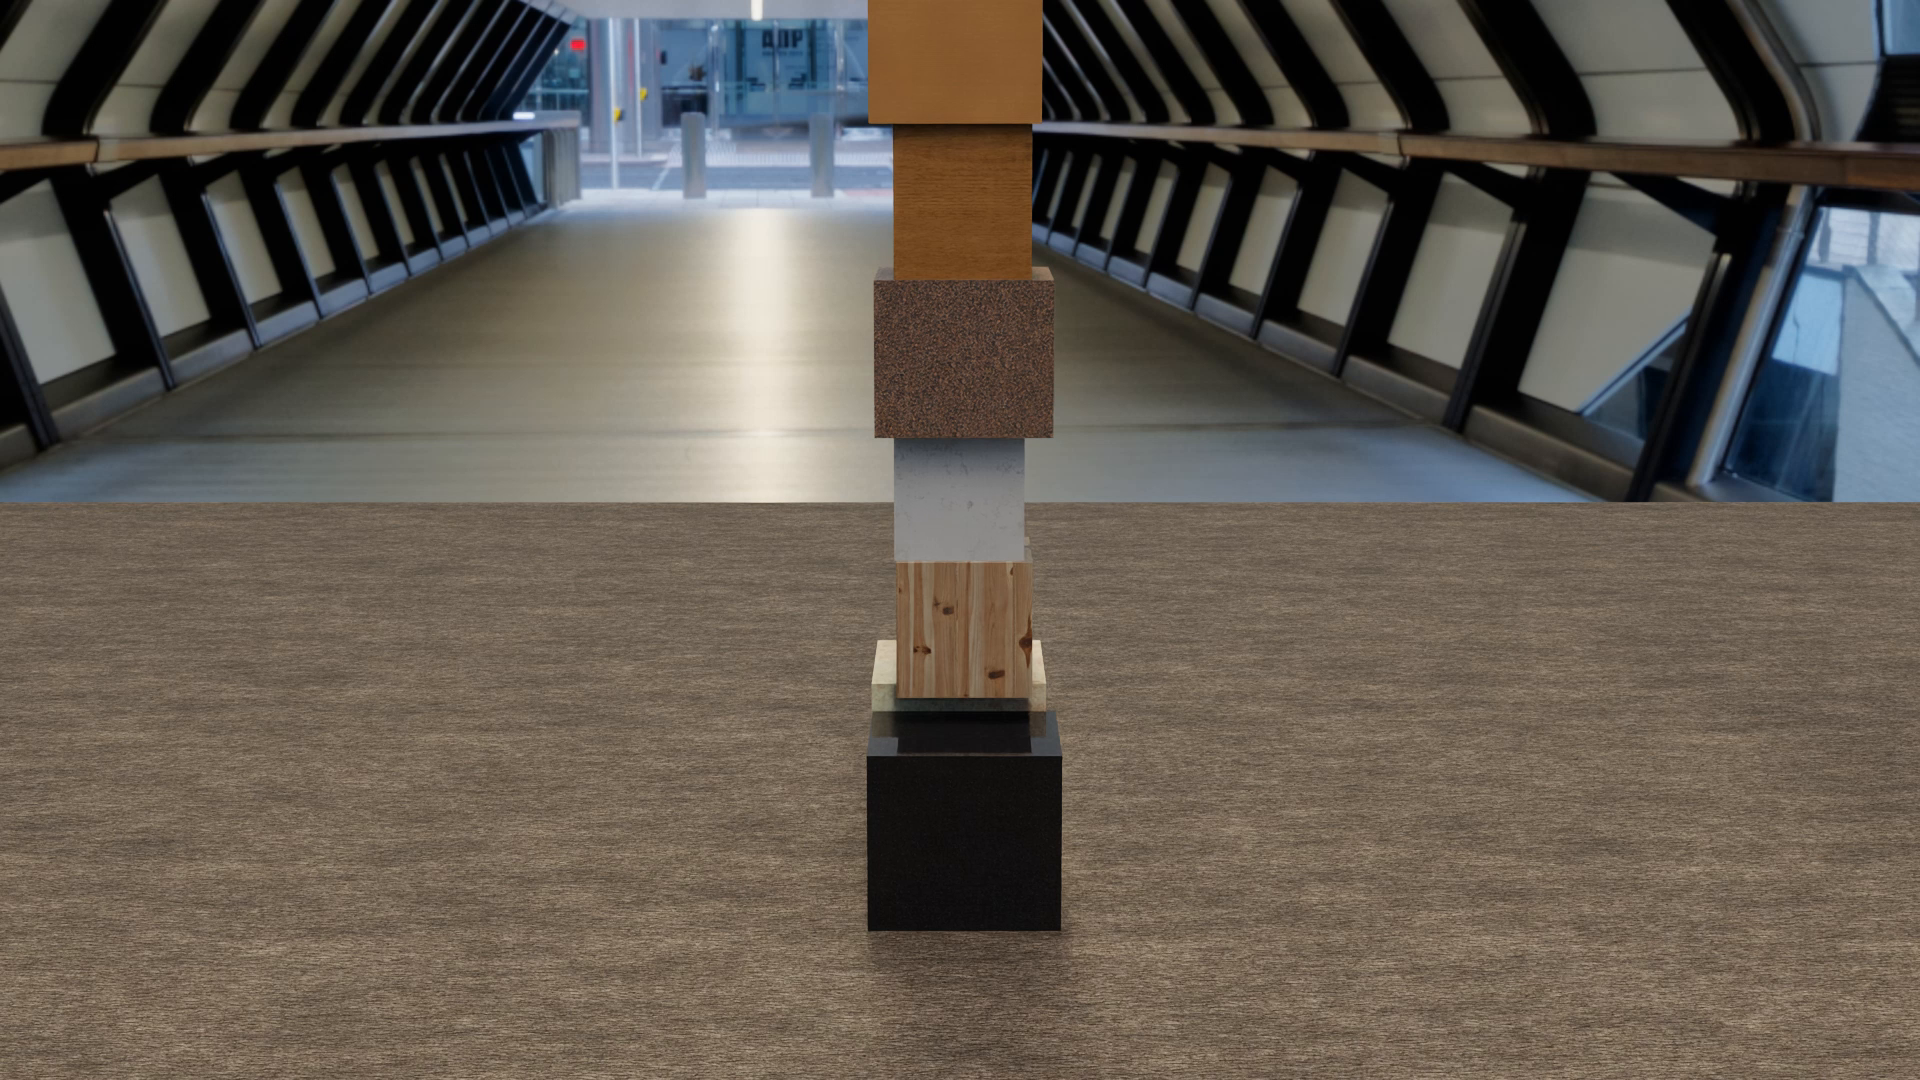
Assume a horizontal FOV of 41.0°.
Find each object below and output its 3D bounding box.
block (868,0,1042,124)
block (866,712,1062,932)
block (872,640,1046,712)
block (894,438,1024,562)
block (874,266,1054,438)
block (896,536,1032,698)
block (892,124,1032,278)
[{"bbox_3d":[-0.020,-2.122,10.794,0.711,0.717,0.701,0,10,0],"label":"block"},{"bbox_3d":[0.018,1.187,10.947,0.802,0.749,0.754,0,10,0],"label":"block"},{"bbox_3d":[-0.005,0.979,11.747,0.765,0.870,0.874,0,10,0],"label":"block"},{"bbox_3d":[-0.003,-0.226,11.139,0.553,0.544,0.538,0,10,0],"label":"block"},{"bbox_3d":[0.016,-0.817,11.032,0.747,0.657,0.759,0,10,0],"label":"block"},{"bbox_3d":[0.019,0.331,11.240,0.580,0.588,0.627,0,10,0],"label":"block"},{"bbox_3d":[0.011,-1.455,10.916,0.574,0.639,0.606,0,10,0],"label":"block"}]
